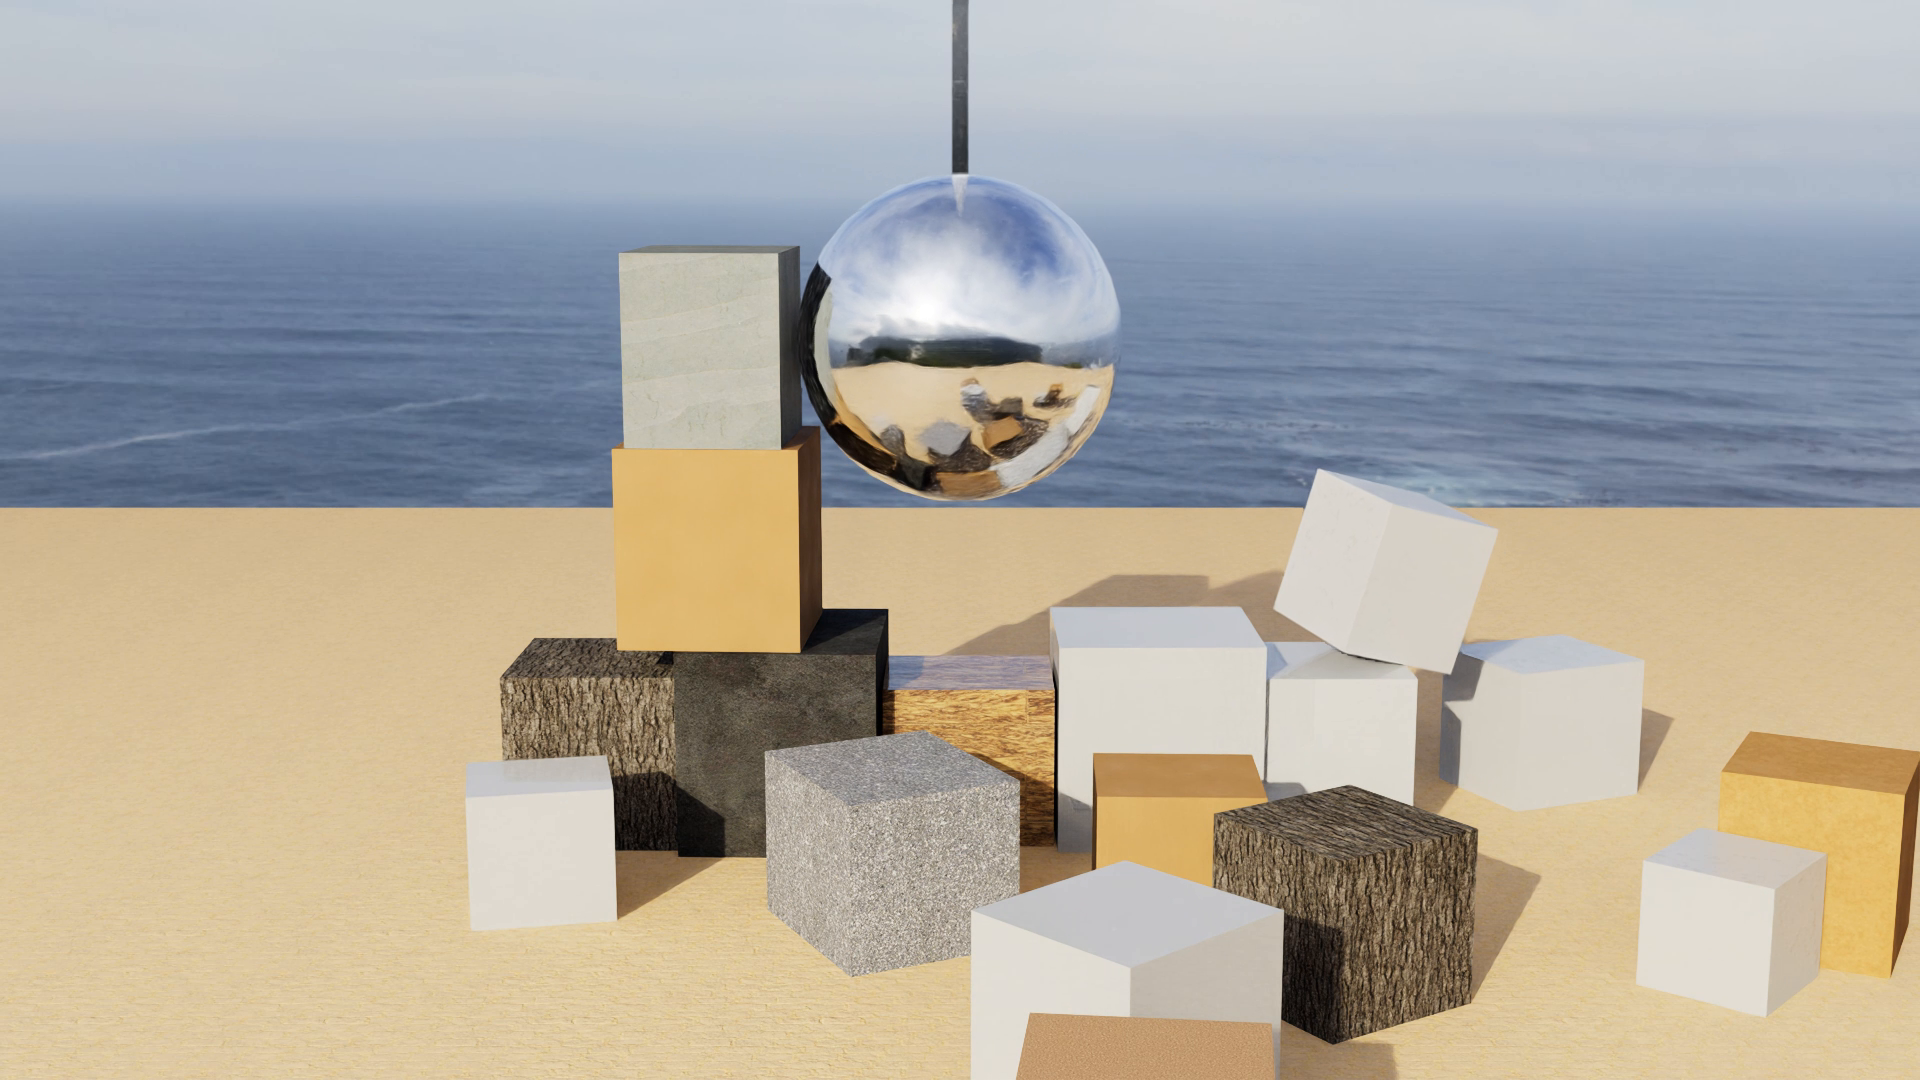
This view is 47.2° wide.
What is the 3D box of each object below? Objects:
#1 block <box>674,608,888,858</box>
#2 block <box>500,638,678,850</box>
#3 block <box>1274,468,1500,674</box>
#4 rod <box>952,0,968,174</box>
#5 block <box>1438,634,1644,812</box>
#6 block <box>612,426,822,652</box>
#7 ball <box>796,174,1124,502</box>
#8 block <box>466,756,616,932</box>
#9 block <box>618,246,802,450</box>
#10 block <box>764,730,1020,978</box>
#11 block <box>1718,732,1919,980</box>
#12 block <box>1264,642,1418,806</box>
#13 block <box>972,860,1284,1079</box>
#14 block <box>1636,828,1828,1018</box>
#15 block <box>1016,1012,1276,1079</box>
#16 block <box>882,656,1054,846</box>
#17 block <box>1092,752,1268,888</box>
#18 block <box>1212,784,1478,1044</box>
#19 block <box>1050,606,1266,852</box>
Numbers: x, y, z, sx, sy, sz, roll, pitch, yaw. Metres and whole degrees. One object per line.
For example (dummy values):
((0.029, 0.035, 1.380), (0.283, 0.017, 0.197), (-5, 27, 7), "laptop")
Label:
((-0.890, 0.970, 11.337), (0.988, 1.034, 1.080), (0, 10, 2), "block")
((-1.833, 1.039, 11.368), (0.877, 0.889, 0.886), (0, 10, 0), "block")
((2.203, 0.157, 11.436), (0.662, 0.785, 0.753), (12, 11, -24), "block")
((0.000, -4.352, 10.297), (0.080, 5.200, 0.080), (0, 8, 0), "rod")
((3.177, 0.986, 12.048), (0.803, 0.748, 0.690), (-4, 11, -23), "block")
((-1.206, -0.027, 11.145), (0.904, 0.997, 0.927), (1, 10, 3), "block")
((0.000, -0.988, 10.788), (1.600, 1.600, 1.600), (0, 10, 0), "ball")
((-1.940, 1.391, 10.174), (0.650, 0.623, 0.568), (-2, 11, -12), "block")
((-1.221, -0.972, 10.929), (0.763, 0.939, 0.804), (1, 10, 3), "block")
((-0.315, 1.378, 9.867), (0.812, 0.757, 0.941), (-5, 12, -27), "block")
((3.799, 1.373, 9.747), (0.736, 0.810, 0.753), (6, 12, 28), "block")
((1.887, 1.045, 11.376), (0.760, 0.873, 0.819), (0, 10, 0), "block")
((0.587, 1.713, 7.777), (0.797, 0.846, 0.752), (-10, 14, -42), "block")
((3.250, 1.596, 9.261), (0.551, 0.546, 0.593), (9, 13, 40), "block")
((0.560, 1.962, 6.676), (0.768, 0.751, 0.801), (1, 10, 6), "block")
((0.043, 1.078, 11.370), (0.856, 0.811, 0.745), (0, 10, 0), "block")
((0.970, 1.399, 9.880), (0.732, 0.713, 0.691), (0, 10, 2), "block")
((1.579, 1.523, 9.095), (0.766, 0.749, 0.750), (-7, 12, -33), "block")
((0.994, 0.959, 11.361), (1.019, 1.048, 0.962), (0, 10, 0), "block")
